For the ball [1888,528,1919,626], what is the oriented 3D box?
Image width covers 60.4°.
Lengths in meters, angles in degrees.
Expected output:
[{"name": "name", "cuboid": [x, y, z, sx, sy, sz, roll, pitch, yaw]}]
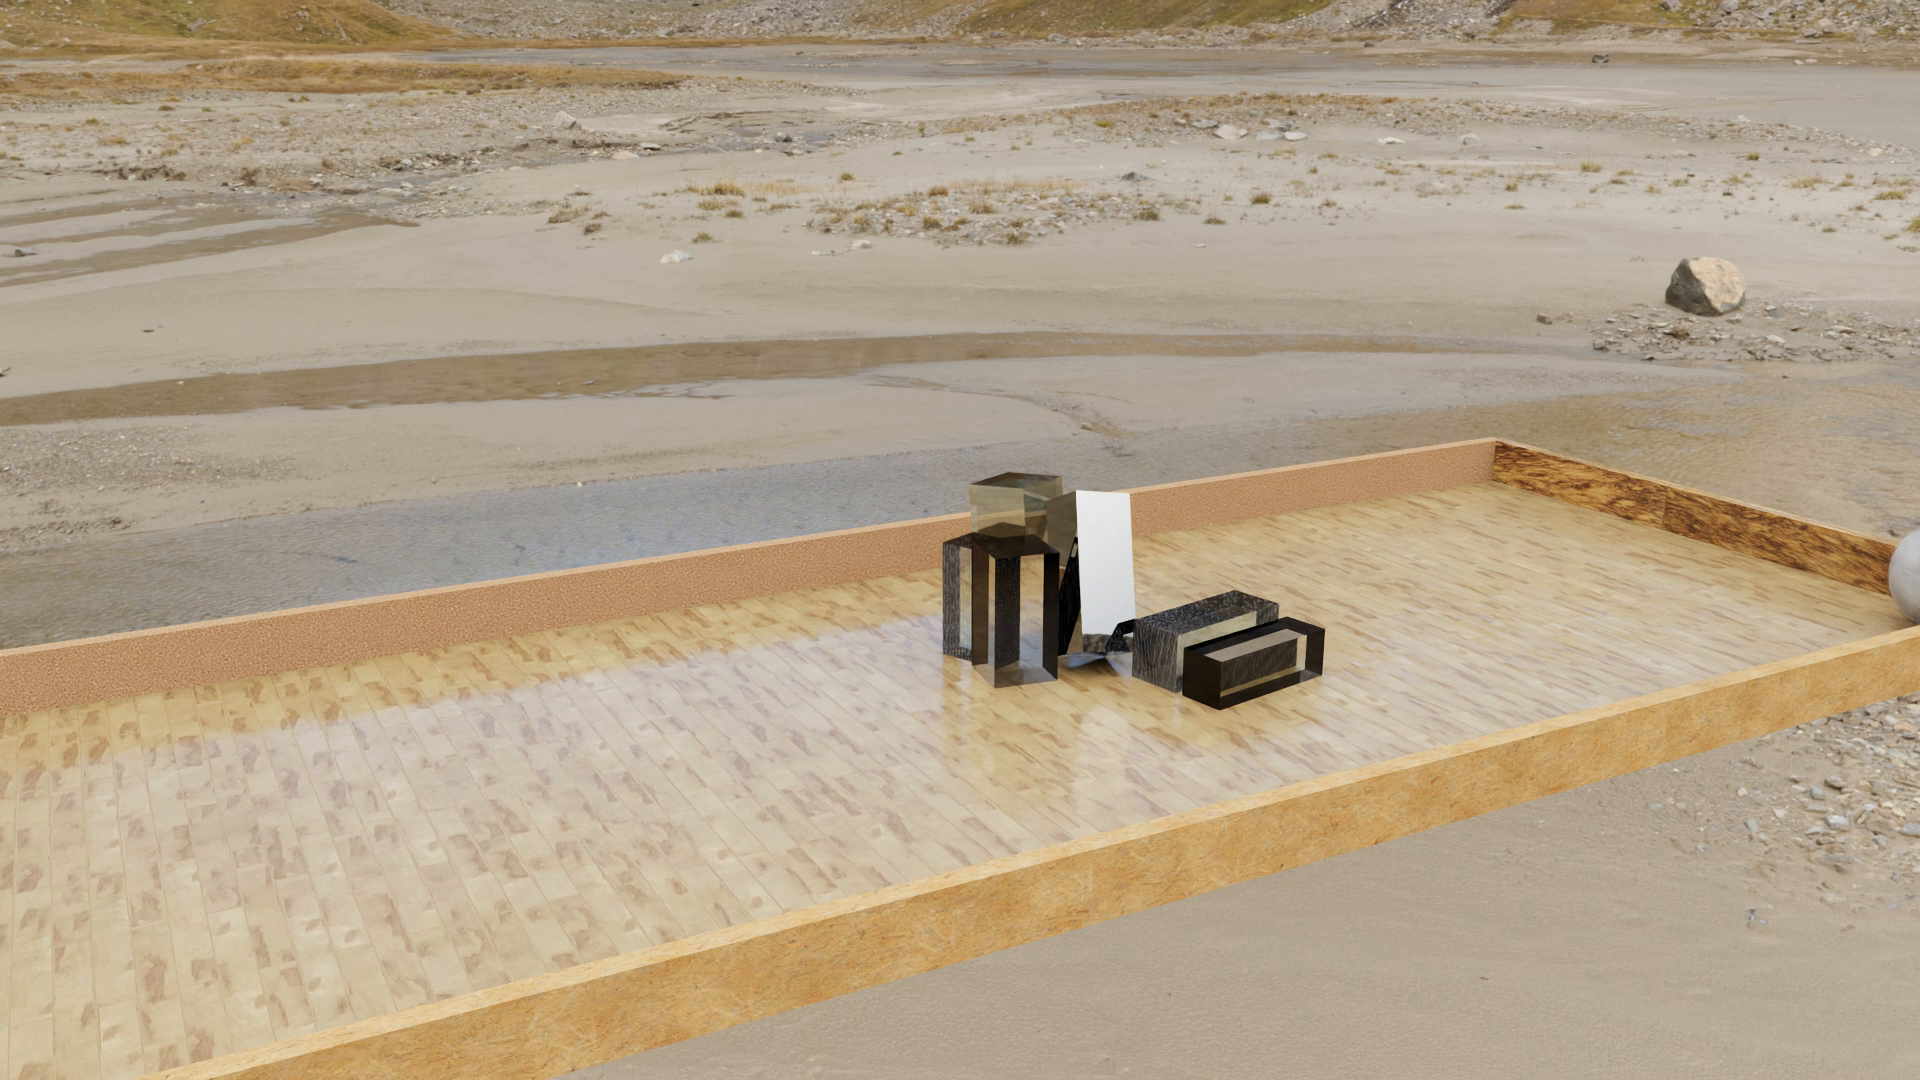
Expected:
[{"name": "ball", "cuboid": [2.691, 0.099, 4.460, 0.314, 0.314, 0.314, 0, 16, 0]}]

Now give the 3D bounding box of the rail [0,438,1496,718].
[{"name": "rail", "cuboid": [-3.305, 0.497, 3.399, 12.000, 0.150, 0.050, -9, 18, -27]}]

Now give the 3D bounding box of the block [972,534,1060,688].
[{"name": "block", "cuboid": [0.137, 0.177, 4.154, 0.170, 0.337, 0.170, -6, 17, -18]}]

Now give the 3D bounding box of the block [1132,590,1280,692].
[{"name": "block", "cuboid": [0.630, 0.255, 4.220, 0.381, 0.151, 0.151, -13, 21, -38]}]

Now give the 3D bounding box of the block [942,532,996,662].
[{"name": "block", "cuboid": [0.044, 0.150, 4.303, 0.127, 0.305, 0.127, 13, 21, 37]}]

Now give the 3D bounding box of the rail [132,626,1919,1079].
[{"name": "rail", "cuboid": [-2.336, 1.006, 1.665, 12.000, 0.150, 0.050, -9, 18, -27]}]

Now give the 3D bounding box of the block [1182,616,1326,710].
[{"name": "block", "cuboid": [0.732, 0.303, 4.102, 0.378, 0.125, 0.125, -13, 21, -37]}]

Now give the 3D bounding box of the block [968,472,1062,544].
[{"name": "block", "cuboid": [0.160, 0.052, 4.386, 0.176, 0.430, 0.176, 6, 16, 38]}]

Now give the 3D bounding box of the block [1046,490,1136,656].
[{"name": "block", "cuboid": [0.336, 0.091, 4.239, 0.158, 0.407, 0.158, 2, -9, -26]}]

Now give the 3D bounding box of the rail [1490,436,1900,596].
[{"name": "rail", "cuboid": [2.466, -0.048, 5.253, 0.050, 0.150, 2.100, -9, 18, -27]}]
